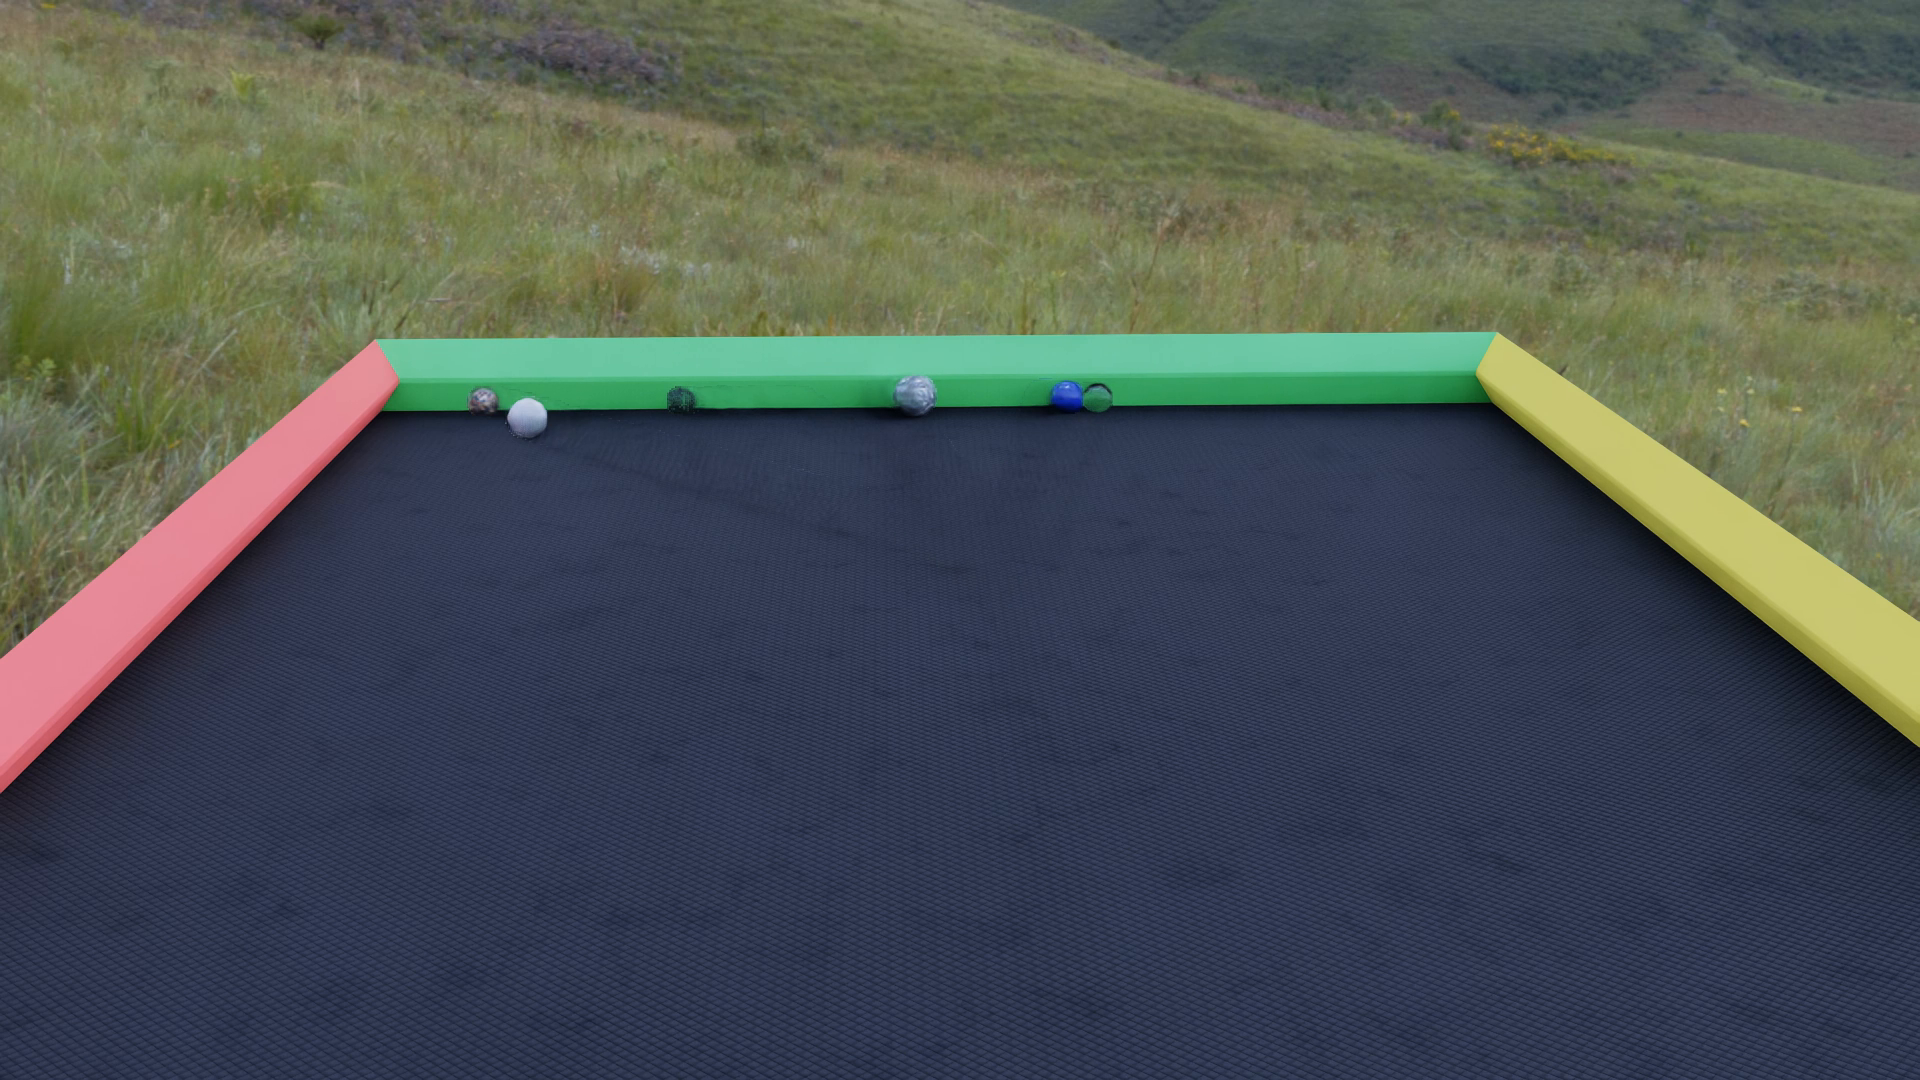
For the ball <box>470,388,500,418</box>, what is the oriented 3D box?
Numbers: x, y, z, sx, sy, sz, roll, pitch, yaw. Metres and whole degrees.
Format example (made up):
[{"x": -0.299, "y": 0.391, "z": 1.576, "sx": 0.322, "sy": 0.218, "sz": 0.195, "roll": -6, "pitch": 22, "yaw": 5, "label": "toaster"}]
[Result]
[{"x": -0.770, "y": -0.223, "z": 3.559, "sx": 0.048, "sy": 0.048, "sz": 0.048, "roll": 0, "pitch": 16, "yaw": 0, "label": "ball"}]

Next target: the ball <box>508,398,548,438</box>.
[{"x": -0.672, "y": -0.190, "z": 3.420, "sx": 0.061, "sy": 0.061, "sz": 0.061, "roll": 0, "pitch": 16, "yaw": 0, "label": "ball"}]

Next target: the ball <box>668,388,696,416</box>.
[{"x": -0.452, "y": -0.225, "z": 3.574, "sx": 0.044, "sy": 0.044, "sz": 0.044, "roll": 0, "pitch": 16, "yaw": 0, "label": "ball"}]

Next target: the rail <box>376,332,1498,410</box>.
[{"x": -0.030, "y": -0.272, "z": 3.601, "sx": 1.845, "sy": 0.117, "sz": 0.045, "roll": -1, "pitch": 16, "yaw": -2, "label": "rail"}]

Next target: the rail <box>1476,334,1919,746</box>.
[{"x": 0.929, "y": 0.206, "z": 1.936, "sx": 0.045, "sy": 0.117, "sz": 3.576, "roll": -1, "pitch": 16, "yaw": -2, "label": "rail"}]

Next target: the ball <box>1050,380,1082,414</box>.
[{"x": 0.173, "y": -0.233, "z": 3.584, "sx": 0.053, "sy": 0.053, "sz": 0.053, "roll": 0, "pitch": 16, "yaw": 0, "label": "ball"}]

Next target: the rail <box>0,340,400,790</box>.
[{"x": -0.867, "y": 0.224, "z": 1.876, "sx": 0.045, "sy": 0.117, "sz": 3.576, "roll": -1, "pitch": 16, "yaw": -2, "label": "rail"}]

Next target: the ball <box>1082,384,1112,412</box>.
[{"x": 0.224, "y": -0.232, "z": 3.593, "sx": 0.048, "sy": 0.048, "sz": 0.048, "roll": 0, "pitch": 16, "yaw": 0, "label": "ball"}]

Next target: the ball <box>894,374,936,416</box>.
[{"x": -0.074, "y": -0.233, "z": 3.560, "sx": 0.068, "sy": 0.068, "sz": 0.068, "roll": 0, "pitch": 16, "yaw": 0, "label": "ball"}]
